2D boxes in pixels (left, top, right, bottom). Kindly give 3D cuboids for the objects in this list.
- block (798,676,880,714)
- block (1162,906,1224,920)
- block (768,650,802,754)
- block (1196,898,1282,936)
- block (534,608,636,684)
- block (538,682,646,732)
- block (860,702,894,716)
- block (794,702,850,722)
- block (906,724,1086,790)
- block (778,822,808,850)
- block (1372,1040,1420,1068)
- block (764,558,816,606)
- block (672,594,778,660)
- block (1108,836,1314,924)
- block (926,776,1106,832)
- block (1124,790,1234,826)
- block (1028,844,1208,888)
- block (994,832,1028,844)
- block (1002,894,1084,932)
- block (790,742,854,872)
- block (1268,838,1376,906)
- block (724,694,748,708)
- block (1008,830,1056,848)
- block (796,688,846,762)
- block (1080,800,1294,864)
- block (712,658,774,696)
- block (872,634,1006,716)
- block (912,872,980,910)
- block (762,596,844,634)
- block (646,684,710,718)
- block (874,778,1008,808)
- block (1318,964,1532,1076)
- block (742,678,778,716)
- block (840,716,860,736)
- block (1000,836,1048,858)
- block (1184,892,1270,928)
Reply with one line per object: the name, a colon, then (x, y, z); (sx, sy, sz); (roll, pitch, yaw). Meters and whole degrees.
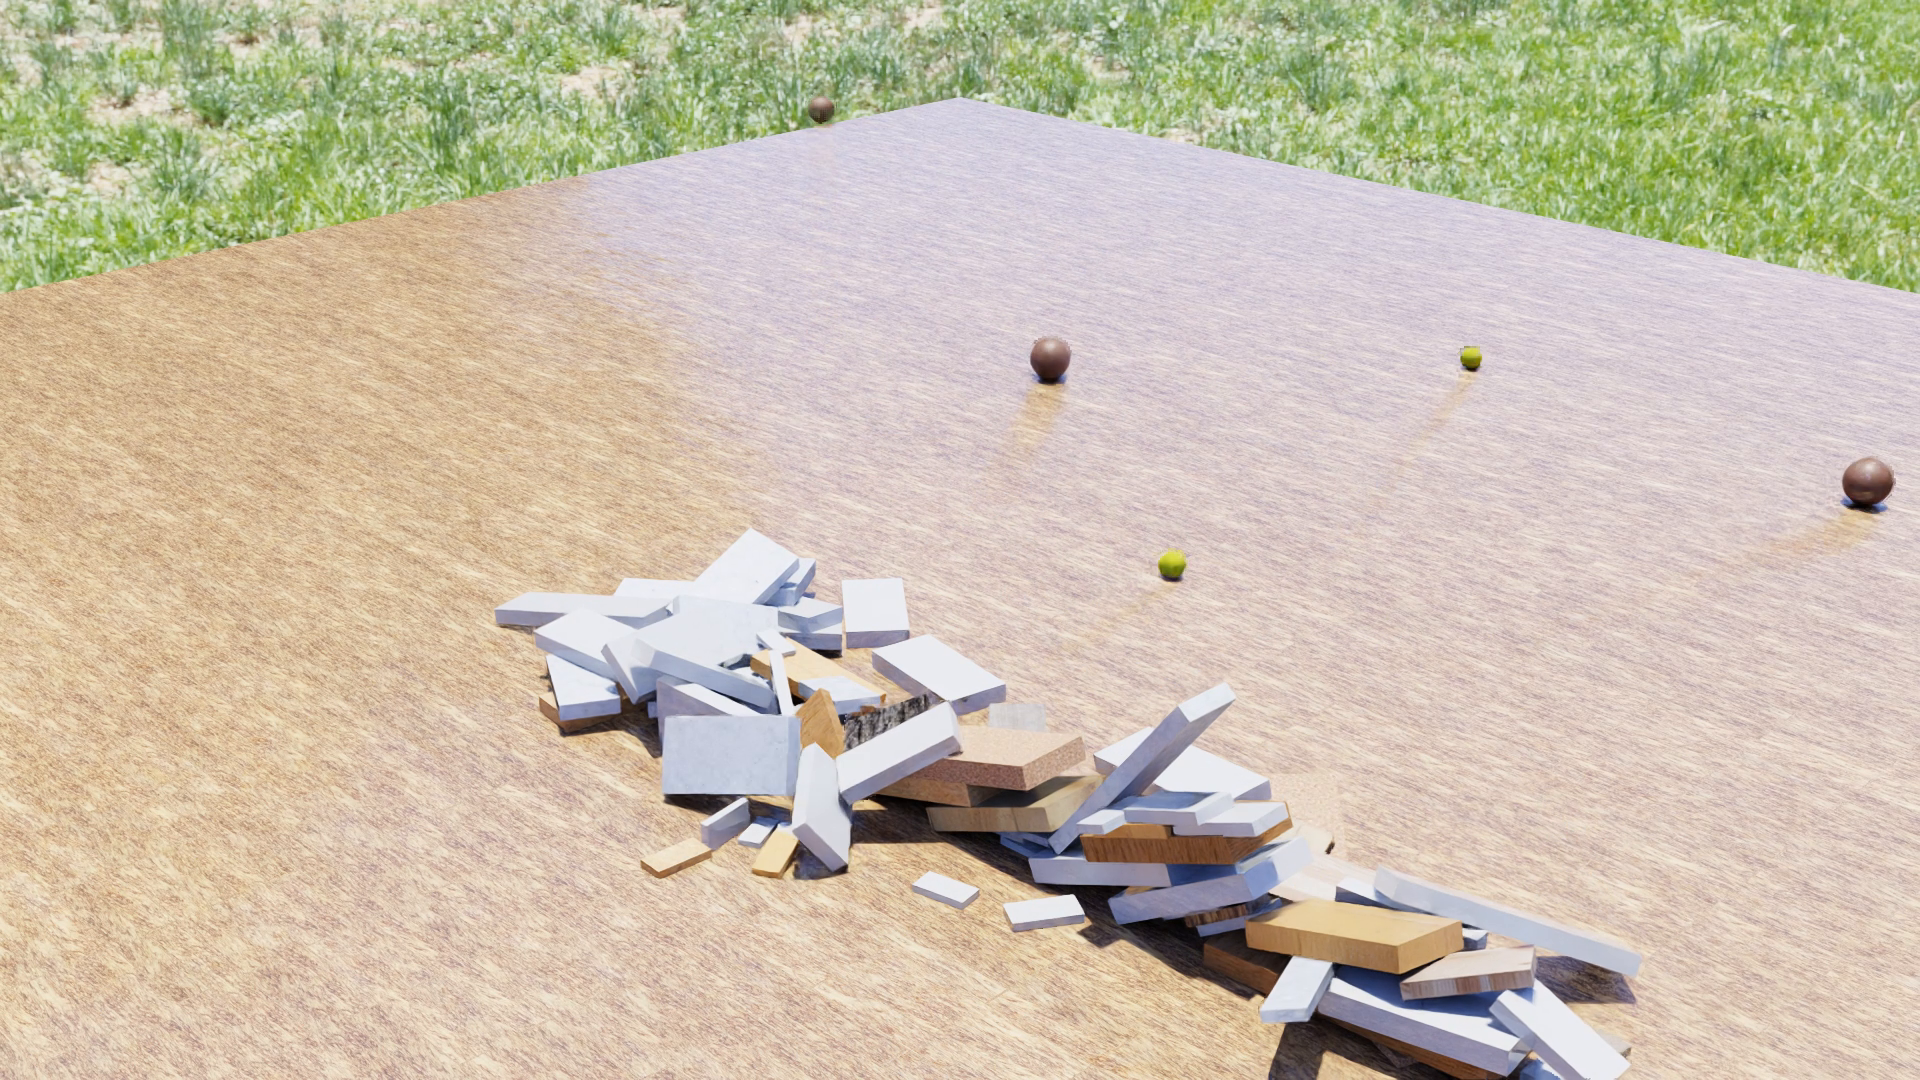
block: (-0.261, 0.334, 4.748); (0.104, 0.030, 0.209); (-6, 11, -25)
block: (0.442, 0.664, 4.027); (0.073, 0.021, 0.146); (-22, 0, -42)
block: (-0.363, 0.379, 4.631); (0.027, 0.094, 0.346); (-9, 40, -8)
block: (0.506, 0.682, 3.974); (0.146, 0.021, 0.073); (-22, 0, 43)
block: (-0.811, 0.235, 4.952); (0.286, 0.041, 0.143); (18, 33, 38)
block: (-0.787, 0.350, 4.889); (0.262, 0.037, 0.131); (-17, 28, -35)
block: (-0.114, 0.364, 4.598); (0.094, 0.027, 0.188); (0, 2, -42)
block: (-0.319, 0.380, 4.745); (0.083, 0.023, 0.166); (-21, 13, -39)
block: (0.059, 0.426, 4.332); (0.348, 0.049, 0.174); (0, 16, 46)
block: (-0.297, 0.584, 4.350); (0.124, 0.018, 0.062); (-2, 32, -4)
block: (0.737, 0.848, 3.738); (0.062, 0.018, 0.124); (-9, 25, -21)
block: (-0.446, 0.096, 5.296); (0.149, 0.042, 0.298); (5, 14, 5)
block: (-0.529, 0.201, 4.986); (0.247, 0.123, 0.035); (9, -26, -30)
block: (0.453, 0.621, 4.004); (0.178, 0.050, 0.356); (-22, 0, -41)
block: (0.113, 0.517, 4.314); (0.174, 0.049, 0.348); (-21, 9, -40)
block: (0.389, 0.478, 3.919); (0.094, 0.027, 0.187); (-21, 9, -37)
block: (0.317, 0.591, 4.136); (0.178, 0.050, 0.356); (-22, 9, -41)
block: (0.102, 0.567, 4.358); (0.060, 0.017, 0.121); (-21, 25, -41)
block: (0.156, 0.696, 4.096); (0.139, 0.020, 0.069); (-6, 24, -13)
block: (-0.267, 0.522, 4.318); (0.036, 0.127, 0.254); (-33, 25, 20)
block: (0.684, 0.654, 4.091); (0.279, 0.040, 0.140); (17, 41, 22)
block: (-0.492, 0.392, 4.766); (0.083, 0.023, 0.166); (-33, 33, -13)
block: (0.148, 0.566, 4.298); (0.121, 0.017, 0.060); (14, 26, 42)
block: (-0.290, 0.409, 4.605); (0.027, 0.094, 0.188); (26, 28, -38)
block: (0.408, 0.530, 3.995); (0.178, 0.050, 0.355); (-22, 9, -41)
block: (-0.563, 0.294, 5.018); (0.140, 0.040, 0.329); (-19, 29, -37)
block: (-0.050, 0.307, 4.981); (0.156, 0.044, 0.311); (-15, 27, -32)
block: (-0.027, 0.665, 4.173); (0.115, 0.016, 0.058); (15, 27, 31)
block: (-0.427, 0.162, 5.201); (0.273, 0.039, 0.136); (12, 16, 31)
block: (-0.640, 0.302, 4.898); (0.140, 0.040, 0.280); (-6, 27, -12)
block: (-0.040, 0.472, 4.464); (0.174, 0.049, 0.348); (-21, 15, -41)
block: (0.791, 0.780, 3.673); (0.340, 0.048, 0.170); (13, 26, 35)
block: (-0.435, 0.369, 4.802); (0.083, 0.023, 0.166); (-44, 31, -1)
block: (-0.267, 0.406, 4.686); (0.104, 0.030, 0.209); (-21, 13, -40)
block: (0.144, 0.600, 4.324); (0.121, 0.017, 0.060); (21, 31, 40)
block: (0.484, 0.669, 3.991); (0.146, 0.021, 0.073); (-22, 0, 44)
